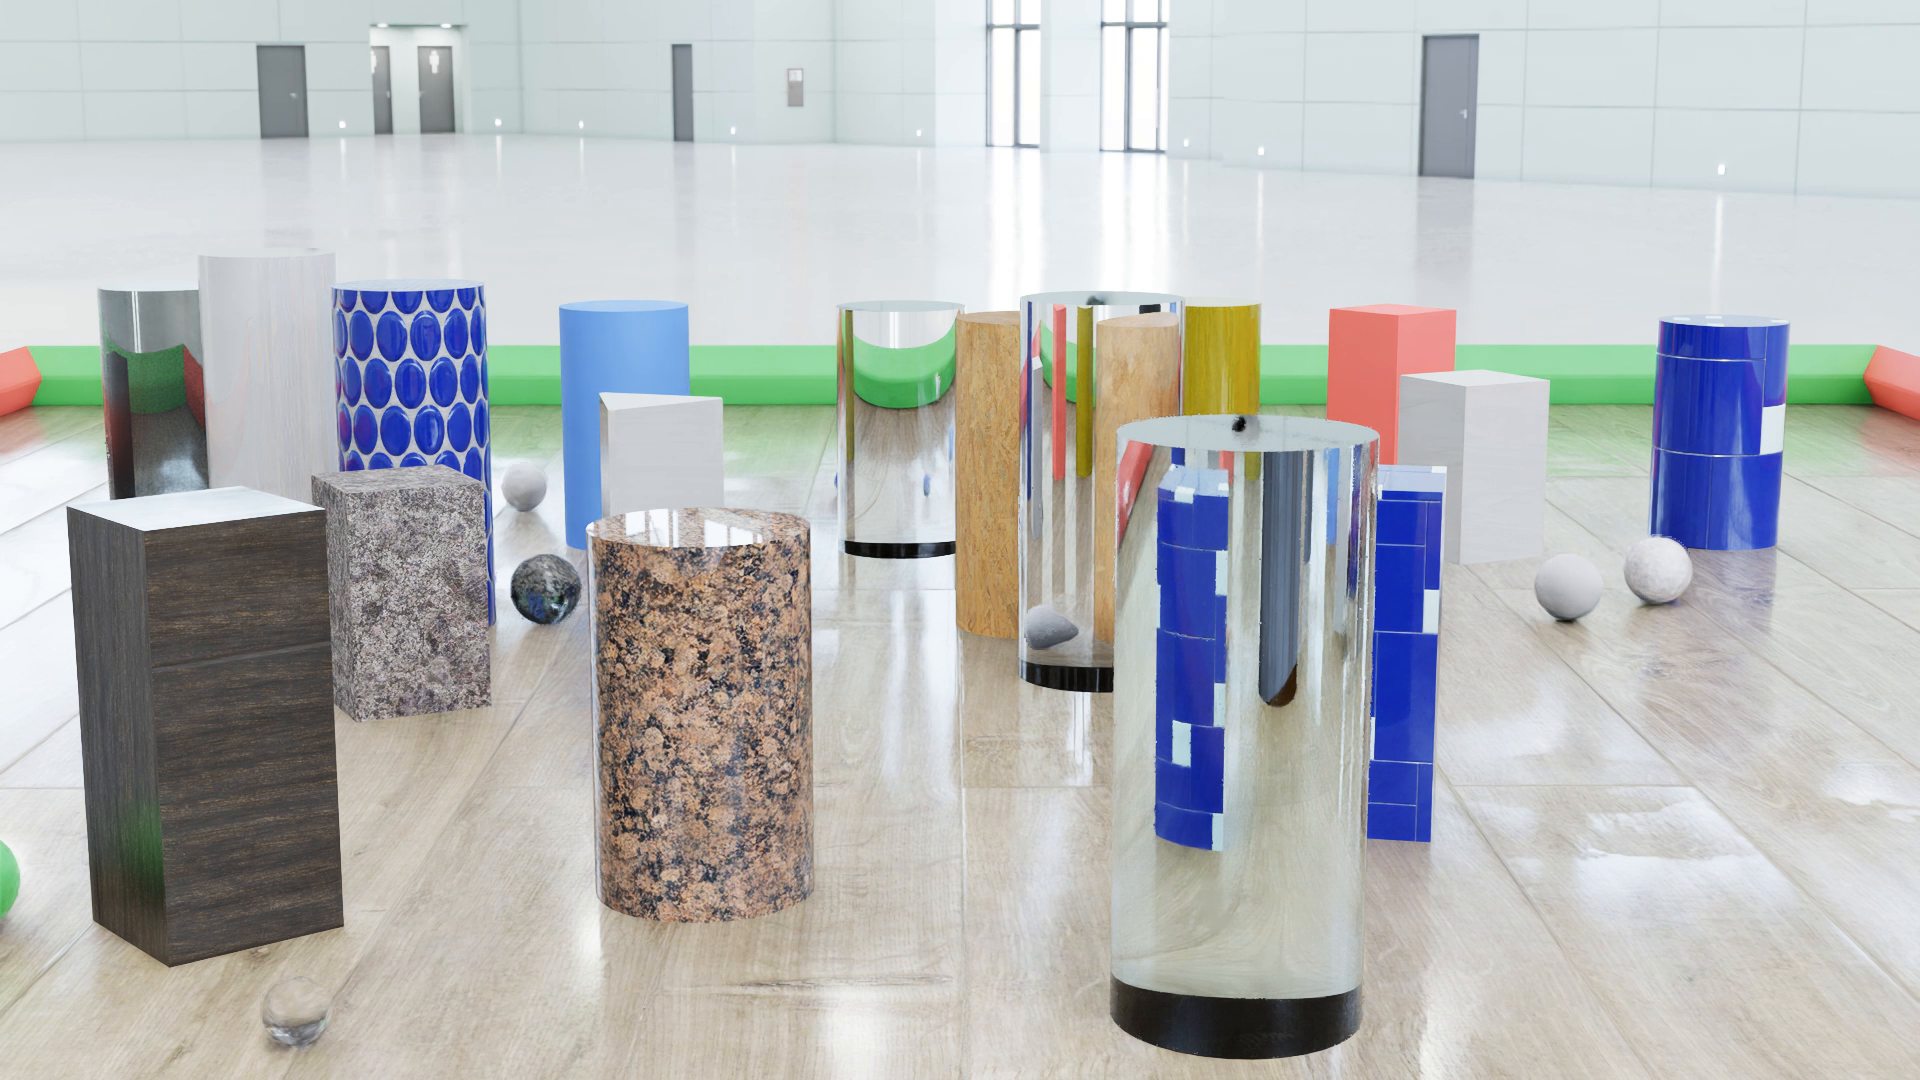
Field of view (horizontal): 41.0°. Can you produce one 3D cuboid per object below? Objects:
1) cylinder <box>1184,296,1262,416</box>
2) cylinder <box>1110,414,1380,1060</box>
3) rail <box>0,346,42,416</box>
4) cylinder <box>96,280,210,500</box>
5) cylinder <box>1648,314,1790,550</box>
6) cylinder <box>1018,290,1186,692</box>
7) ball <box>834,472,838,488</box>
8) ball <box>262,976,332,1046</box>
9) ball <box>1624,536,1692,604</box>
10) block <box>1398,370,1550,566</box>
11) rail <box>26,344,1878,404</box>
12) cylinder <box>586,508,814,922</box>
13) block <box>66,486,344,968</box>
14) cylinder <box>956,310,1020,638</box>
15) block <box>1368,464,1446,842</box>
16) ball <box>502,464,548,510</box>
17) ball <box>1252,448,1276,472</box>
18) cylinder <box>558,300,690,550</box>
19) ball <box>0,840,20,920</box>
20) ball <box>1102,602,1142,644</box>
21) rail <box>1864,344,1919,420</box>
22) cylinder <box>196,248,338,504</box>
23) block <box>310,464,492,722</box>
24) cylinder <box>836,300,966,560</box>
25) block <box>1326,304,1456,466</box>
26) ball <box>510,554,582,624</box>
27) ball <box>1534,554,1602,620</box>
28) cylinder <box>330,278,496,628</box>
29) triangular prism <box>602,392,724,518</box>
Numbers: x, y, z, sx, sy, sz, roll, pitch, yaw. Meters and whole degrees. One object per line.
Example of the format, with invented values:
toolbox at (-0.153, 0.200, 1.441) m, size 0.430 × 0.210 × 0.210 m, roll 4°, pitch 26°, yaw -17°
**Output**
cylinder at (0.450, -0.284, 4.684) m, size 0.196 × 0.302 × 0.196 m, roll 0°, pitch 11°, yaw 0°
cylinder at (0.214, 0.143, 1.956) m, size 0.196 × 0.456 × 0.196 m, roll 0°, pitch 11°, yaw 0°
rail at (-1.979, 0.035, 3.438) m, size 0.045 × 0.127 × 4.290 m, roll 0°, pitch 11°, yaw 0°
cylinder at (-1.204, -0.190, 3.918) m, size 0.196 × 0.396 × 0.196 m, roll 0°, pitch 11°, yaw 0°
cylinder at (1.169, -0.169, 3.959) m, size 0.196 × 0.340 × 0.196 m, roll 0°, pitch 11°, yaw 0°
cylinder at (0.168, -0.062, 3.066) m, size 0.196 × 0.455 × 0.196 m, roll 0°, pitch 11°, yaw 0°
ball at (-0.196, -0.102, 4.415) m, size 0.041 × 0.041 × 0.041 m, roll 0°, pitch 11°, yaw 0°
ball at (-0.499, 0.354, 1.929) m, size 0.051 × 0.051 × 0.051 m, roll 0°, pitch 11°, yaw 0°
ball at (0.954, 0.041, 3.508) m, size 0.091 × 0.091 × 0.091 m, roll 0°, pitch 11°, yaw 0°
block at (0.769, -0.112, 3.858) m, size 0.156 × 0.265 × 0.156 m, roll -5°, pitch 12°, yaw -27°
rail at (-0.012, -0.354, 5.534) m, size 4.006 × 0.127 × 0.045 m, roll 0°, pitch 11°, yaw 0°
cylinder at (-0.228, 0.150, 2.271) m, size 0.196 × 0.329 × 0.196 m, roll 0°, pitch 11°, yaw 0°
block at (-0.637, 0.151, 2.171) m, size 0.156 × 0.363 × 0.156 m, roll -9°, pitch 14°, yaw -40°
cylinder at (0.092, -0.089, 3.352) m, size 0.196 × 0.404 × 0.196 m, roll 0°, pitch 11°, yaw 0°
block at (0.386, 0.104, 2.493) m, size 0.156 × 0.337 × 0.156 m, roll 2°, pitch 11°, yaw 12°
ball at (-0.720, -0.087, 4.238) m, size 0.076 × 0.076 × 0.076 m, roll 0°, pitch 11°, yaw 0°
ball at (0.552, -0.145, 4.649) m, size 0.041 × 0.041 × 0.041 m, roll 0°, pitch 11°, yaw 0°
cylinder at (-0.512, -0.178, 3.938) m, size 0.196 × 0.364 × 0.196 m, roll 0°, pitch 11°, yaw 0°
ball at (-0.844, 0.290, 2.178) m, size 0.088 × 0.088 × 0.088 m, roll 0°, pitch 11°, yaw 0°
ball at (0.206, 0.105, 3.266) m, size 0.053 × 0.053 × 0.053 m, roll 0°, pitch 11°, yaw 0°
rail at (1.979, 0.031, 3.460) m, size 0.045 × 0.127 × 4.290 m, roll 0°, pitch 11°, yaw 0°
cylinder at (-0.996, -0.187, 3.729) m, size 0.196 × 0.460 × 0.196 m, roll 0°, pitch 11°, yaw 0°
block at (-0.644, 0.057, 2.957) m, size 0.156 × 0.260 × 0.156 m, roll -6°, pitch 12°, yaw -27°
cylinder at (-0.089, -0.170, 3.887) m, size 0.196 × 0.368 × 0.196 m, roll 0°, pitch 11°, yaw 0°
block at (0.761, -0.257, 4.537) m, size 0.156 × 0.302 × 0.156 m, roll -9°, pitch 14°, yaw -40°
ball at (-0.546, 0.064, 3.377) m, size 0.094 × 0.094 × 0.094 m, roll 0°, pitch 11°, yaw 0°
ball at (0.807, 0.062, 3.403) m, size 0.088 × 0.088 × 0.088 m, roll 0°, pitch 11°, yaw 0°
cylinder at (-0.711, -0.110, 3.348) m, size 0.196 × 0.446 × 0.196 m, roll 0°, pitch 11°, yaw 0°
triangular prism at (-0.413, -0.028, 3.278) m, size 0.169 × 0.310 × 0.147 m, roll -9°, pitch 14°, yaw -41°
